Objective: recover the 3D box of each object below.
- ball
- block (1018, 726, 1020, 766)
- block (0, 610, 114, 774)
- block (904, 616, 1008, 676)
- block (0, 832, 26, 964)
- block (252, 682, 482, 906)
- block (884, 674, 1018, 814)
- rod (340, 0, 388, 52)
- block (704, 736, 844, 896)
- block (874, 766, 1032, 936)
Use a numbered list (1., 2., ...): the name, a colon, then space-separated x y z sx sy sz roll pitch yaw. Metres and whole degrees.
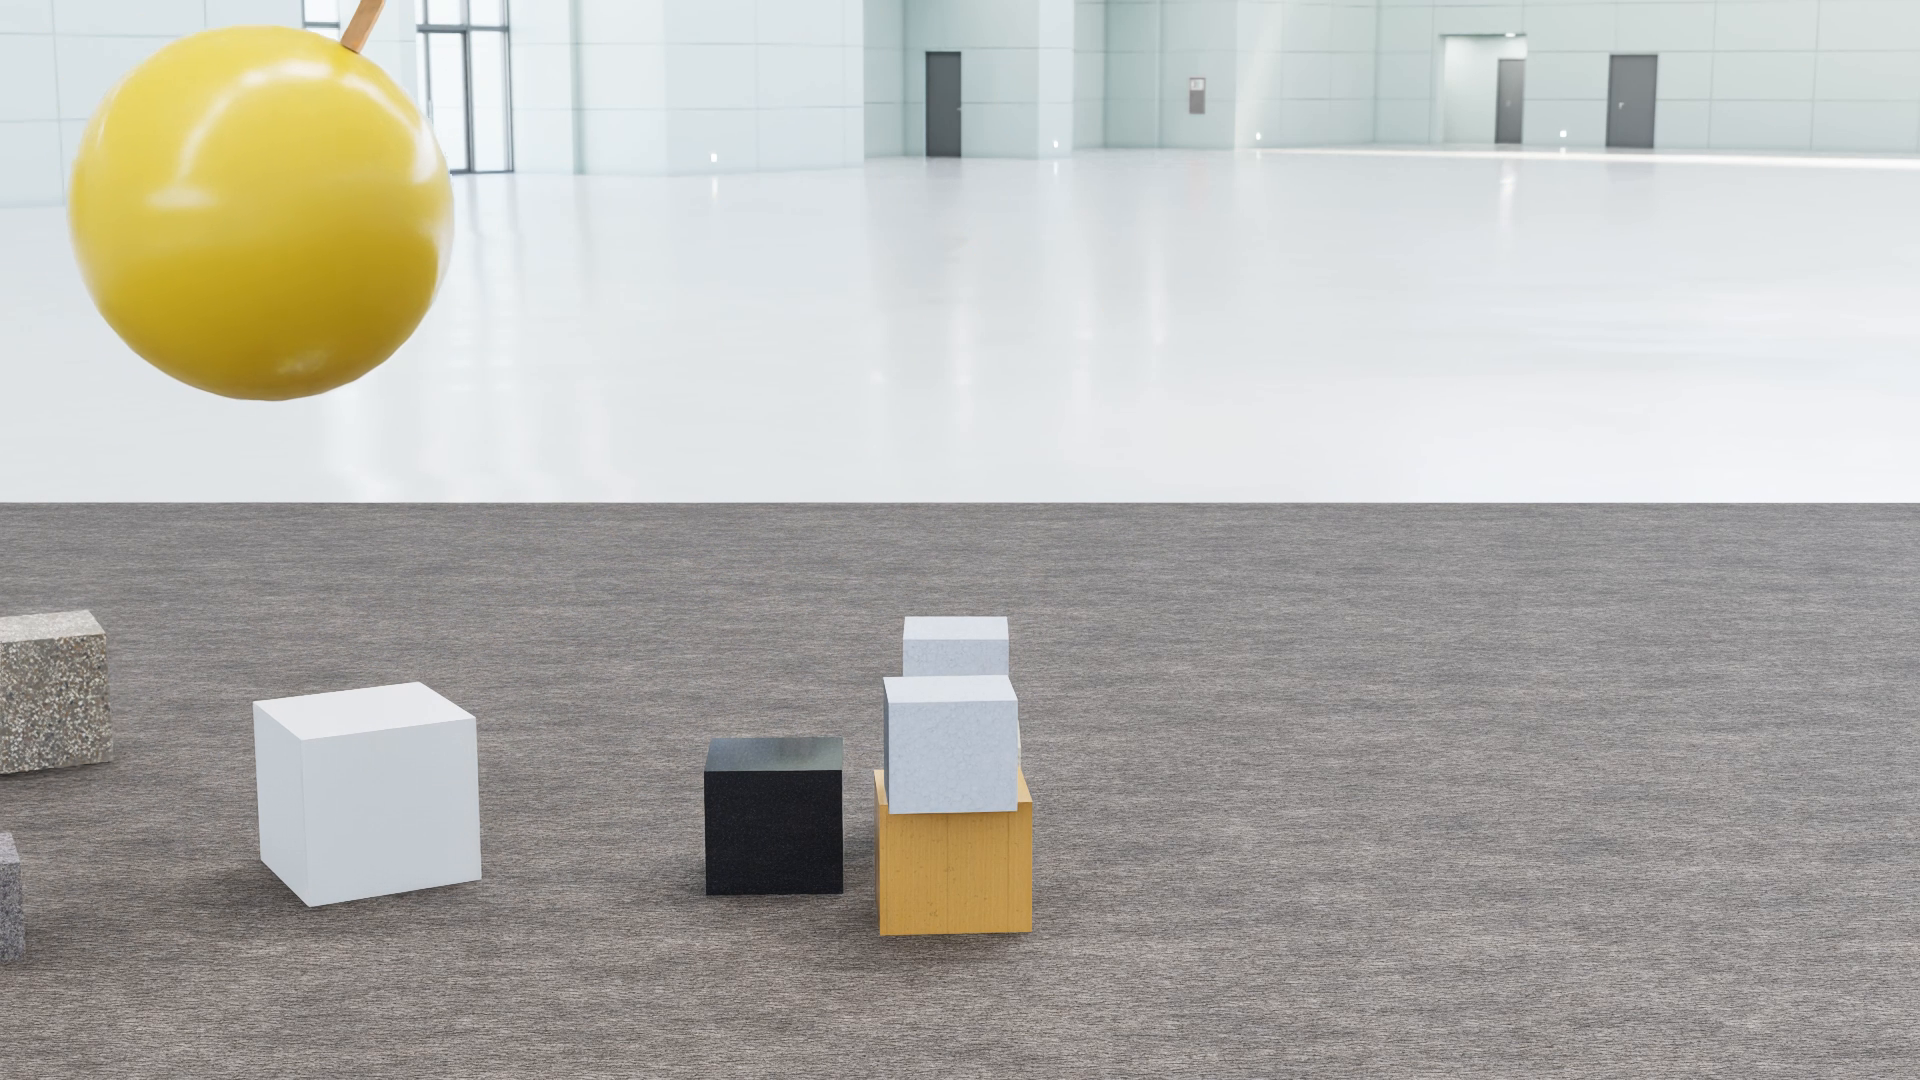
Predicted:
1. ball: -2.964 -1.389 10.928 1.600 1.600 1.600 0 10 0
2. block: 0.012 1.137 11.955 0.529 0.485 0.515 0 10 0
3. block: -4.799 0.784 13.356 0.624 0.679 0.649 -5 11 -26
4. block: -0.019 0.647 11.925 0.480 0.490 0.488 0 10 0
5. block: -4.021 1.463 10.381 0.400 0.408 0.450 -5 11 -24
6. block: -2.638 1.111 11.402 0.768 0.735 0.776 -6 12 -29
7. block: -0.044 0.836 10.556 0.520 0.462 0.438 -1 10 -4
8. rod: -1.284 -4.298 10.399 0.080 5.200 0.080 29 9 -5
9. block: -0.813 1.213 11.341 0.593 0.555 0.559 0 10 -2
10. block: -0.036 1.305 10.826 0.630 0.558 0.538 -1 10 -4
